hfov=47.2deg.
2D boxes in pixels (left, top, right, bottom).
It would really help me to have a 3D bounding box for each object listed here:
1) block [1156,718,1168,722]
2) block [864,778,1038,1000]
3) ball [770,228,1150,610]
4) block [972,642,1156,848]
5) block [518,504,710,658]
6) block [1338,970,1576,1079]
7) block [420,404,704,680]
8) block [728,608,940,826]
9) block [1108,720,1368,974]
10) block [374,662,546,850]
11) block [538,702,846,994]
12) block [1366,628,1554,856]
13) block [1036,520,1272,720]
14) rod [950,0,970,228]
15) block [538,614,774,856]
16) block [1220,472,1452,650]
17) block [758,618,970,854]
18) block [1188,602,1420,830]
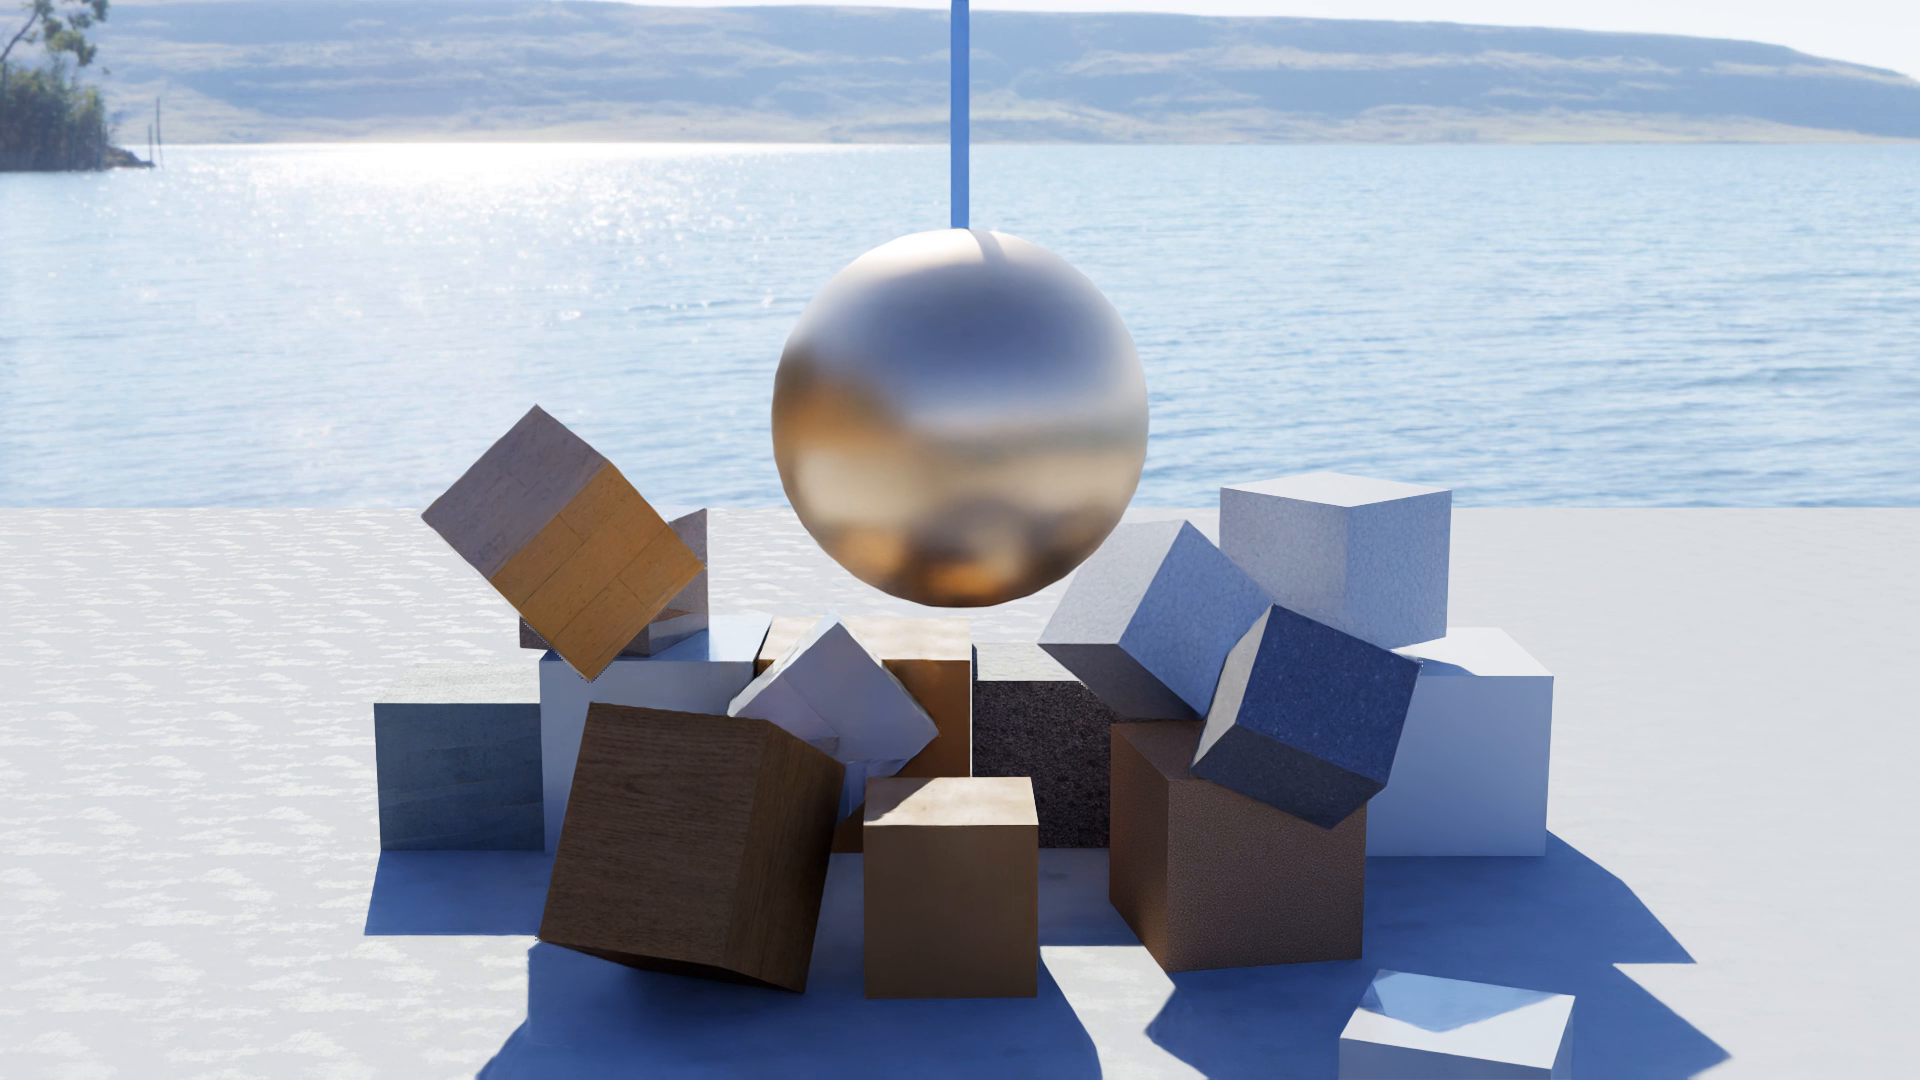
[{"bbox_3d":[1.443,0.976,11.327,0.904,1.026,0.930,0,10,-1],"label":"block"},{"bbox_3d":[-0.043,1.472,9.379,0.716,0.749,0.678,0,10,-1],"label":"block"},{"bbox_3d":[0.000,-0.509,9.278,1.600,1.600,1.600,0,10,0],"label":"ball"},{"bbox_3d":[0.519,1.047,11.383,0.913,0.867,0.837,0,10,0],"label":"block"},{"bbox_3d":[-1.760,0.186,11.210,0.712,0.637,0.724,3,11,17],"label":"block"},{"bbox_3d":[1.714,1.901,7.584,0.689,0.547,0.662,4,11,21],"label":"block"},{"bbox_3d":[-1.839,0.005,10.170,0.745,0.766,0.800,-46,41,-10],"label":"block"},{"bbox_3d":[-0.604,0.830,10.296,0.679,0.684,0.818,-42,5,-2],"label":"block"},{"bbox_3d":[1.222,1.334,9.849,0.885,0.851,0.935,-2,10,-11],"label":"block"},{"bbox_3d":[-2.482,1.105,11.364,0.841,0.761,0.846,0,10,0],"label":"block"},{"bbox_3d":[-1.078,1.275,9.063,0.809,0.970,0.838,4,-17,21],"label":"block"},{"bbox_3d":[2.404,1.021,11.379,1.003,0.921,1.083,0,10,0],"label":"block"},{"bbox_3d":[0.915,0.380,10.333,0.624,0.691,0.645,40,-22,-24],"label":"block"},{"bbox_3d":[0.000,-3.884,9.690,0.080,5.200,0.080,0,-7,0],"label":"rod"},{"bbox_3d":[-1.531,0.986,11.369,1.050,0.993,1.067,0,10,1],"label":"block"},{"bbox_3d":[1.885,0.112,11.099,0.810,0.756,0.819,-9,14,-40],"label":"block"},{"bbox_3d":[-0.470,0.989,11.359,1.044,0.990,0.966,0,10,0],"label":"block"},{"bbox_3d":[1.413,0.739,9.084,0.652,0.556,0.647,23,-26,-2],"label":"block"}]
